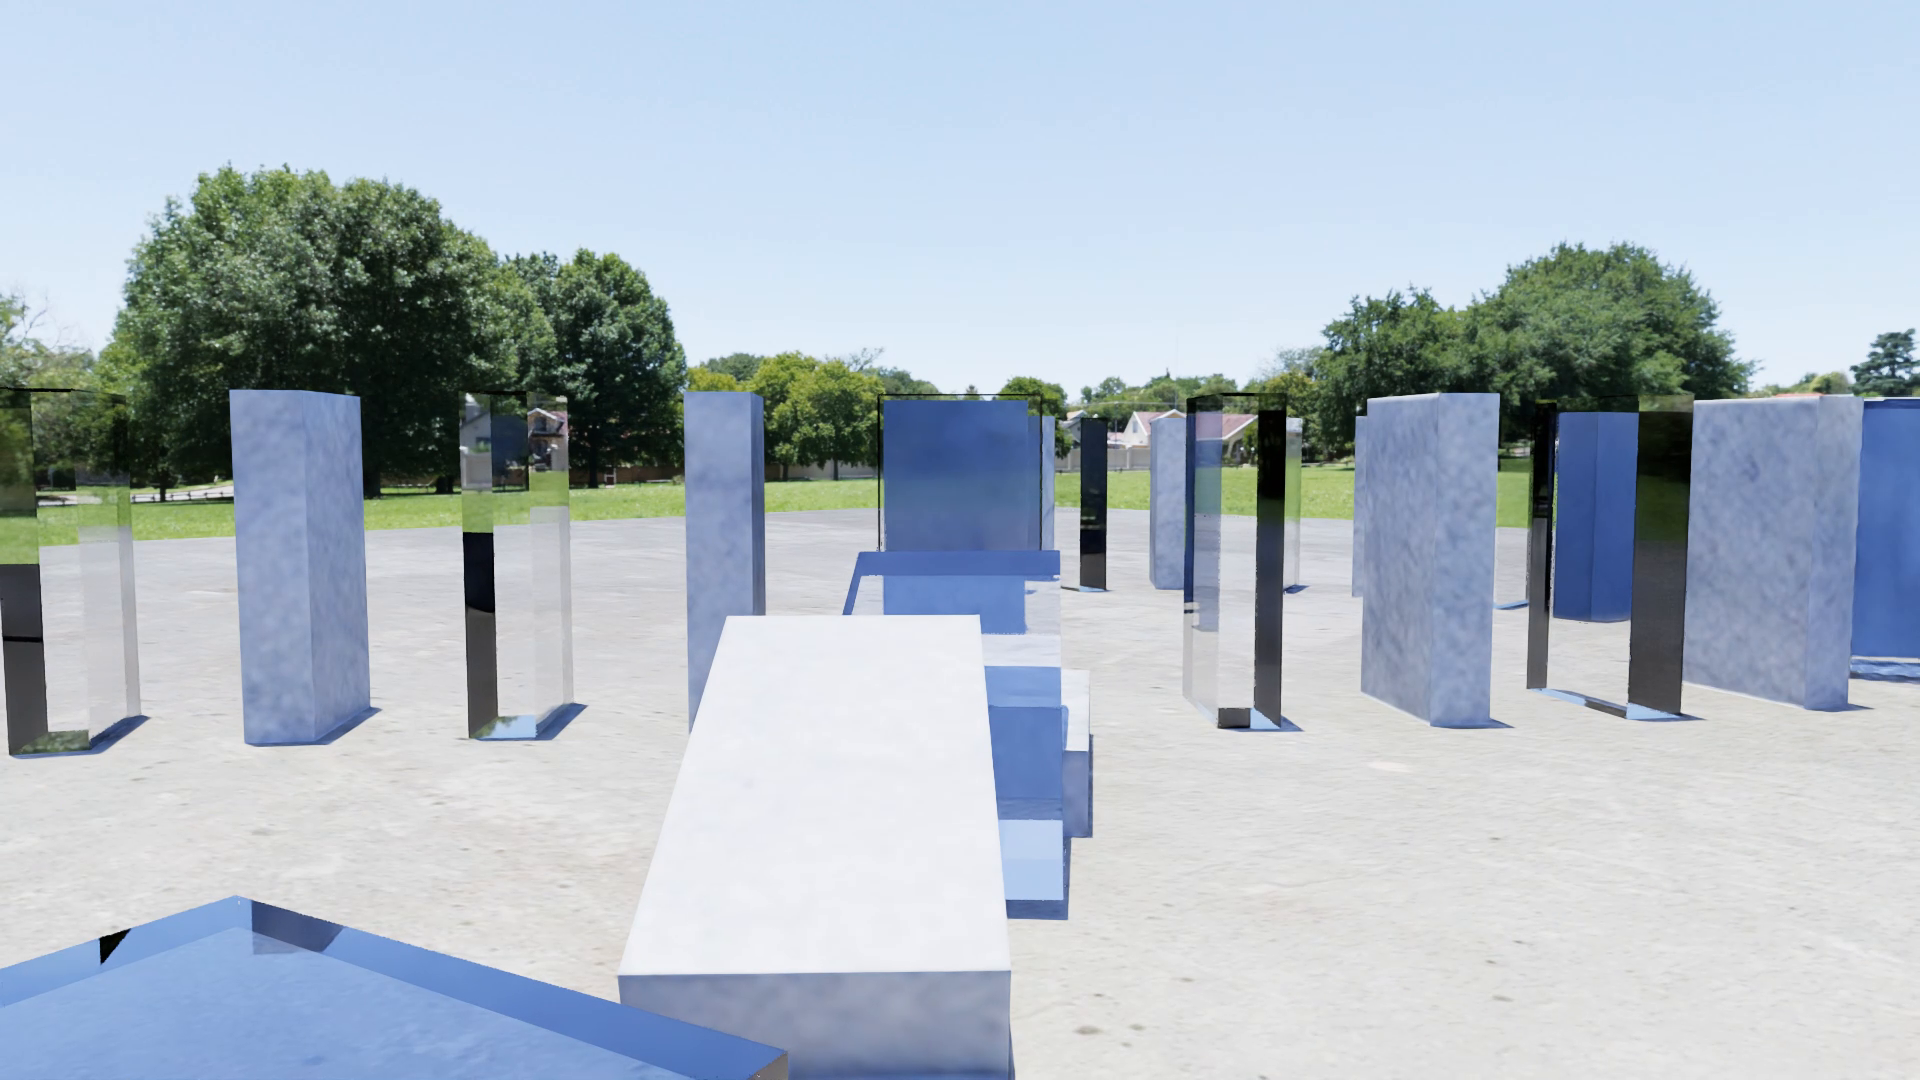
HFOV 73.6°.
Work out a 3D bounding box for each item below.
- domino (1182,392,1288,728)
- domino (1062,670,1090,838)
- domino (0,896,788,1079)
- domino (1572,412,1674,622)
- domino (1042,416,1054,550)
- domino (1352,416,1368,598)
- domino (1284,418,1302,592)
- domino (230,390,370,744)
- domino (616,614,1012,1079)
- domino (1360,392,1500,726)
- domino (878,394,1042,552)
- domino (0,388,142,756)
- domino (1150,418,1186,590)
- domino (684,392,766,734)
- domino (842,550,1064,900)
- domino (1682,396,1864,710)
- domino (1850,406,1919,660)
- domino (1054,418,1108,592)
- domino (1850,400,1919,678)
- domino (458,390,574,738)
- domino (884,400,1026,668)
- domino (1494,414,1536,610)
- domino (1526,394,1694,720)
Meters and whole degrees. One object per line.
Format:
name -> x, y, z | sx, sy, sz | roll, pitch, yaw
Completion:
domino -> 0.043, 0.002, 0.203 | 0.010, 0.050, 0.025 | 0, 4, -2
domino -> 0.004, 0.025, 0.165 | 0.025, 0.010, 0.050 | 0, 4, 6
domino -> -0.037, 0.032, 0.071 | 0.050, 0.010, 0.025 | 2, 5, 29
domino -> 0.163, -0.006, 0.316 | 0.025, 0.050, 0.009 | -3, 5, -34
domino -> 0.013, -0.009, 0.356 | 0.025, 0.050, 0.009 | 2, 5, 24
domino -> 0.120, -0.010, 0.361 | 0.009, 0.050, 0.025 | 3, 5, 36
domino -> 0.093, -0.011, 0.378 | 0.010, 0.050, 0.025 | 2, 5, 26
domino -> -0.099, 0.003, 0.194 | 0.009, 0.050, 0.025 | -1, 4, -8
domino -> -0.010, 0.022, 0.106 | 0.025, 0.010, 0.050 | 0, 24, -2
domino -> 0.074, 0.002, 0.205 | 0.009, 0.050, 0.025 | 0, 4, -6
domino -> 0.000, 0.002, 0.201 | 0.025, 0.050, 0.009 | 0, 4, 0
domino -> -0.130, 0.004, 0.187 | 0.009, 0.050, 0.025 | -1, 5, -18
domino -> 0.063, -0.011, 0.386 | 0.009, 0.050, 0.025 | 0, 4, 4
domino -> -0.036, 0.003, 0.199 | 0.009, 0.050, 0.025 | 0, 4, -4
domino -> -0.002, 0.017, 0.140 | 0.025, 0.010, 0.050 | 0, 28, 4
domino -> 0.136, 0.001, 0.217 | 0.010, 0.050, 0.025 | -1, 5, -18
domino -> 0.180, -0.002, 0.257 | 0.025, 0.050, 0.009 | 1, 4, 13
domino -> 0.032, -0.011, 0.380 | 0.009, 0.050, 0.025 | -2, 5, -30
domino -> 0.171, -0.001, 0.238 | 0.025, 0.050, 0.010 | 3, -11, 36
domino -> -0.067, 0.003, 0.197 | 0.010, 0.050, 0.025 | 0, 4, -4
domino -> -0.001, 0.000, 0.232 | 0.025, 0.050, 0.009 | 0, 4, -2
domino -> 0.144, -0.008, 0.341 | 0.025, 0.050, 0.009 | -4, 6, -44
domino -> 0.105, 0.002, 0.210 | 0.010, 0.050, 0.025 | -1, 4, -11
